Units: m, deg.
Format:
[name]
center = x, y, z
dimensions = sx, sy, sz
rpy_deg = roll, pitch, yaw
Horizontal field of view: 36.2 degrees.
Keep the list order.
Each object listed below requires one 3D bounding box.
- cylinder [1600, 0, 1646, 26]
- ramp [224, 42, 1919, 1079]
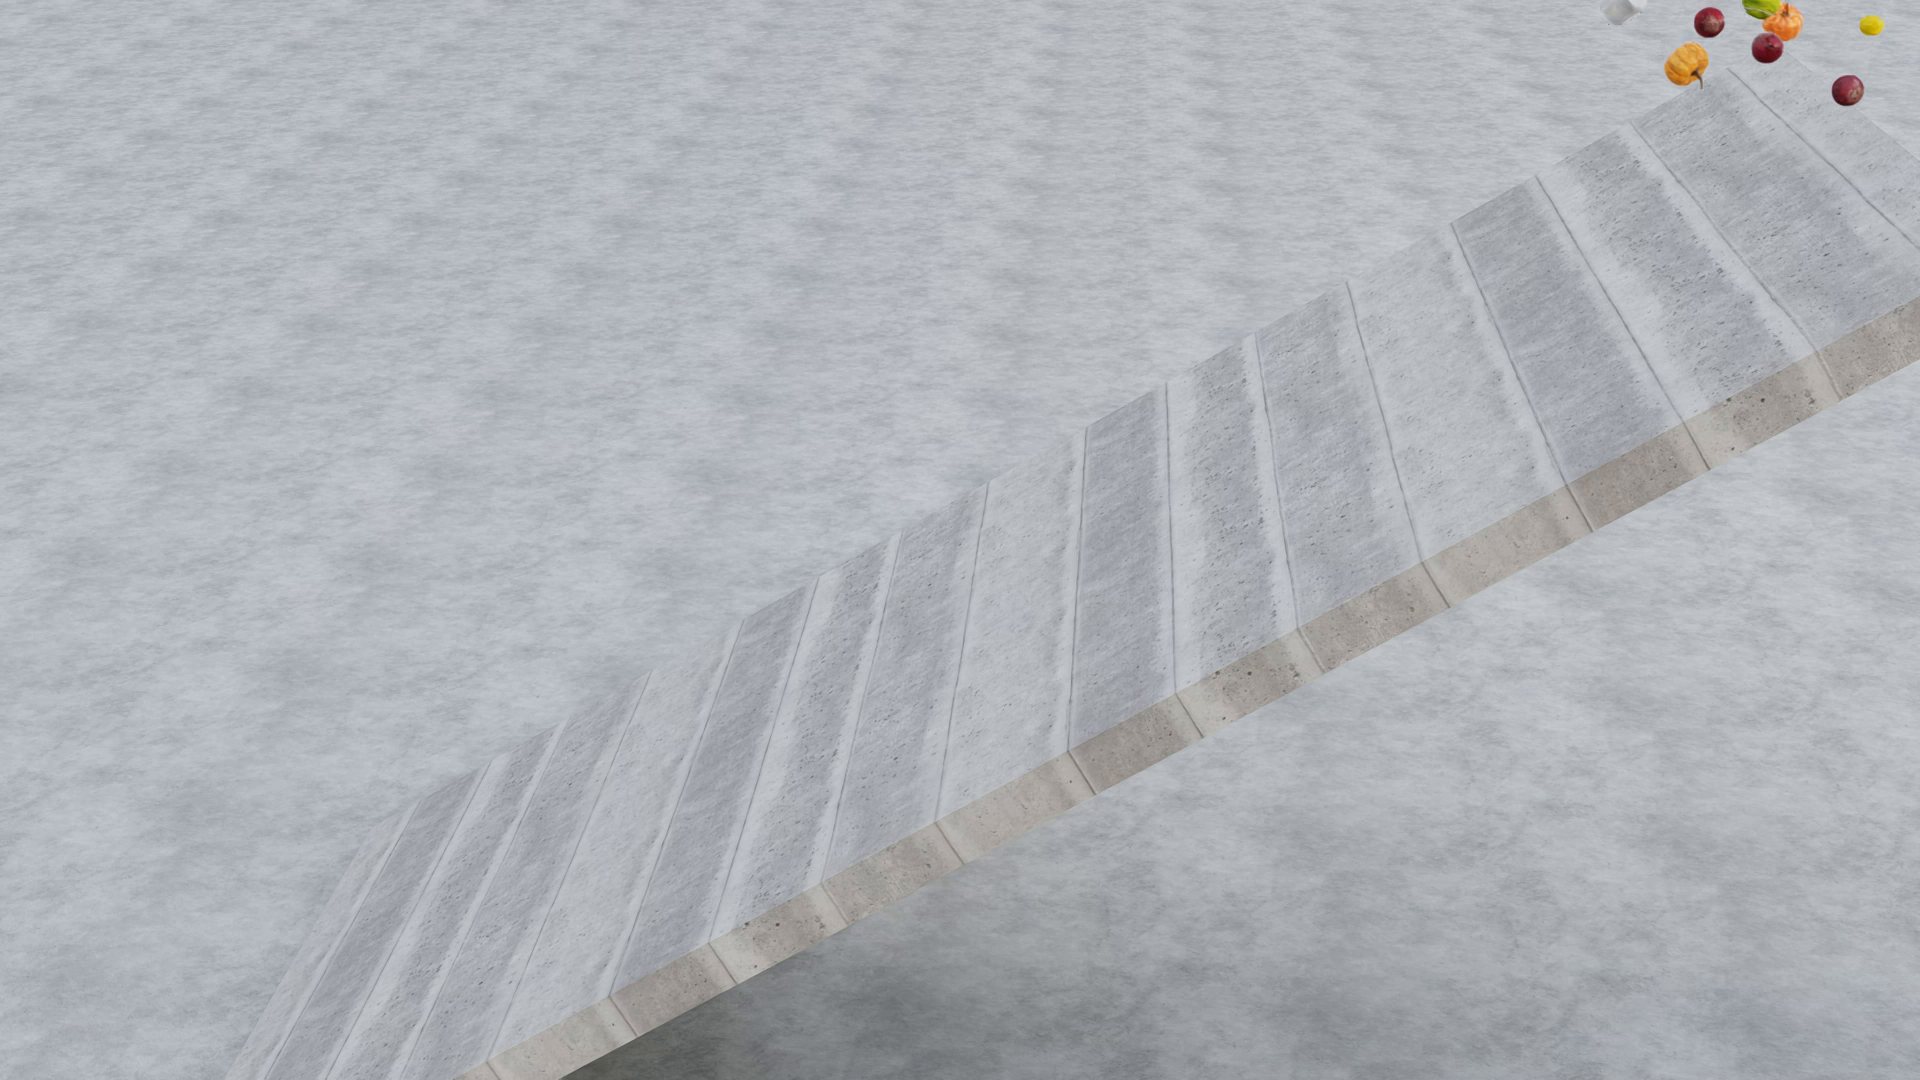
[cylinder]
center = 1.301, -1.053, 5.766
dimensions = 0.063, 0.063, 0.063
rpy_deg = -17, -13, -40
[ramp]
center = 0.141, 0.168, 6.288
dimensions = 4.000, 0.100, 2.000
rpy_deg = -29, 15, 13
